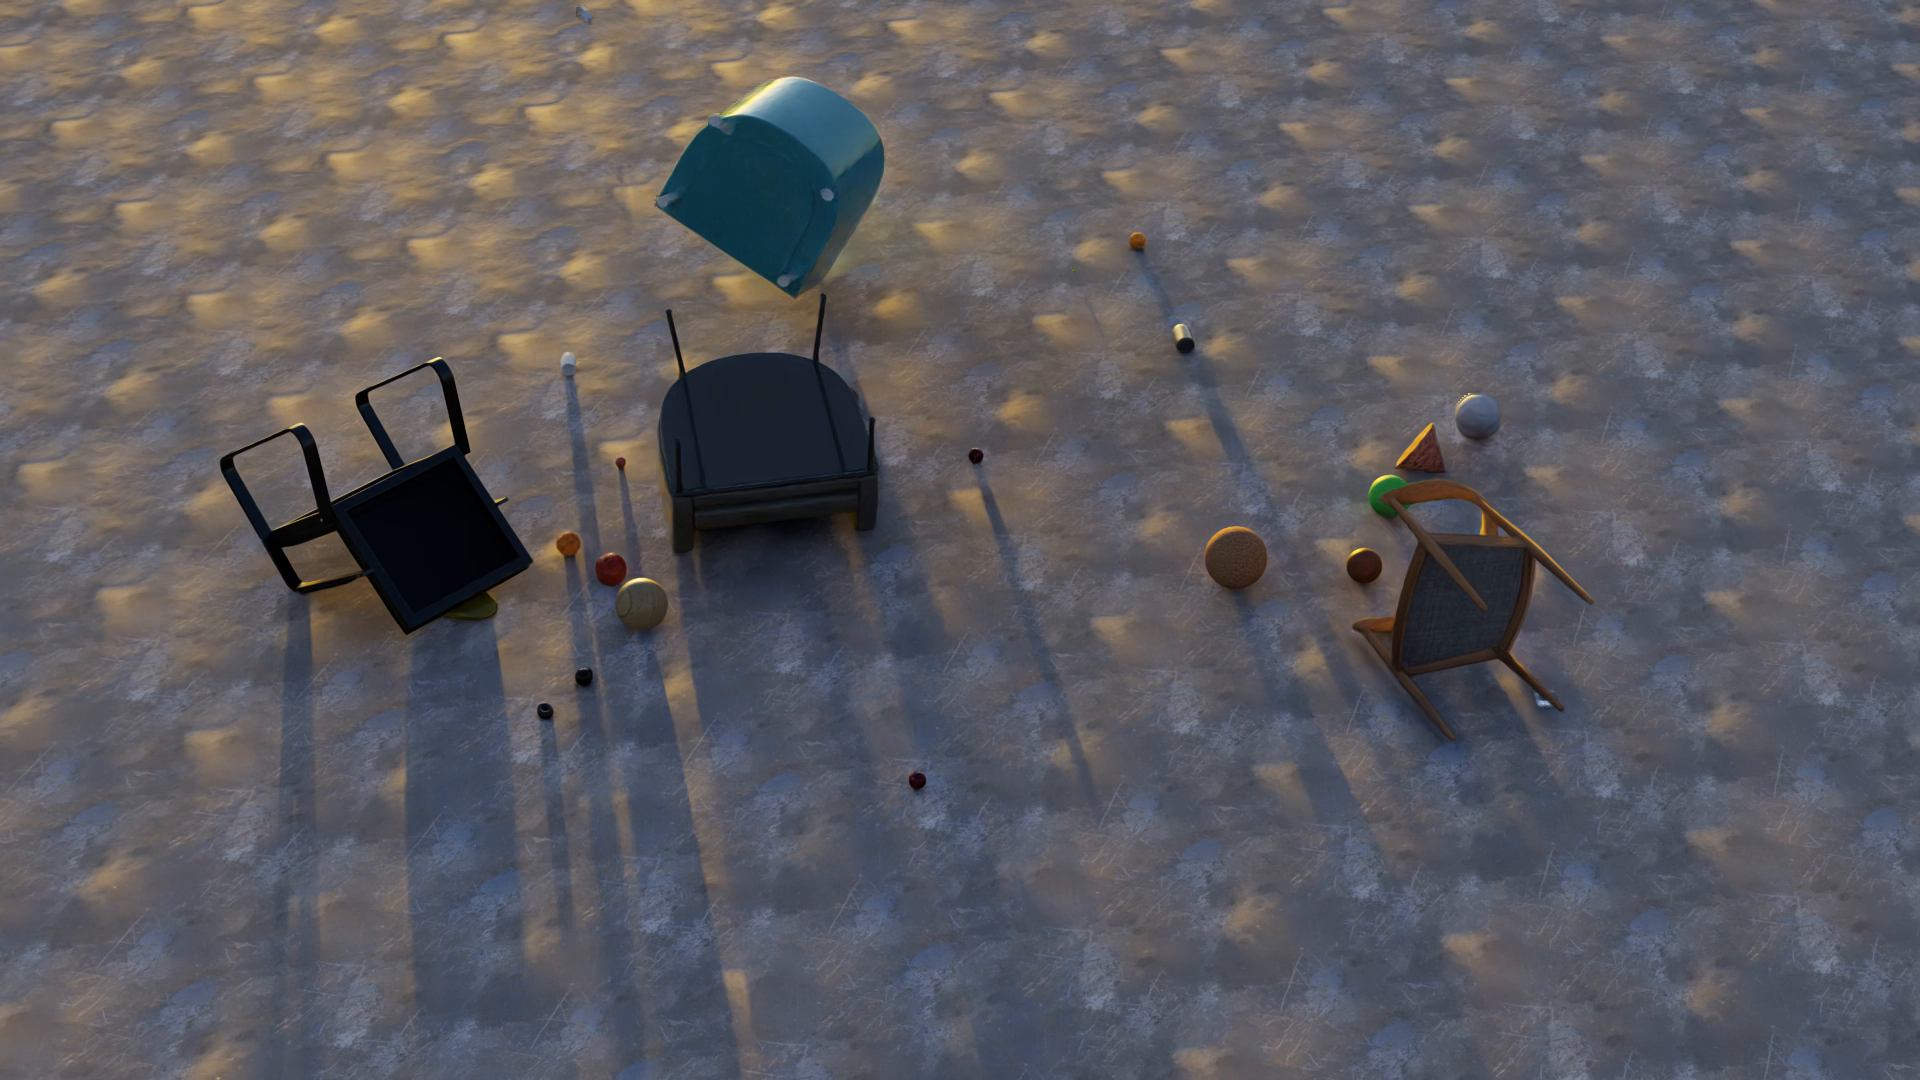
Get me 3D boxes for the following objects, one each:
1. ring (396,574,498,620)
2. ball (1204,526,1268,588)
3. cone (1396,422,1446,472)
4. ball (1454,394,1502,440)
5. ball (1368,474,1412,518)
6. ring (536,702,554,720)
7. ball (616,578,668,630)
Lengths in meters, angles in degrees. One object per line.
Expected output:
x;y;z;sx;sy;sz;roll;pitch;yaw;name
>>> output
-1.850;0.205;10.577;0.412;0.053;0.193;16;40;18;ring
1.002;0.064;10.640;0.228;0.228;0.228;0;33;0;ball
1.820;-0.317;11.344;0.164;0.211;0.255;41;35;0;cone
2.034;-0.484;11.515;0.179;0.179;0.179;0;33;0;ball
1.621;-0.165;11.050;0.160;0.160;0.160;0;33;0;ball
-1.419;0.585;10.031;0.055;0.029;0.074;-9;36;-16;ring
-1.132;0.229;10.427;0.188;0.188;0.188;0;33;0;ball
